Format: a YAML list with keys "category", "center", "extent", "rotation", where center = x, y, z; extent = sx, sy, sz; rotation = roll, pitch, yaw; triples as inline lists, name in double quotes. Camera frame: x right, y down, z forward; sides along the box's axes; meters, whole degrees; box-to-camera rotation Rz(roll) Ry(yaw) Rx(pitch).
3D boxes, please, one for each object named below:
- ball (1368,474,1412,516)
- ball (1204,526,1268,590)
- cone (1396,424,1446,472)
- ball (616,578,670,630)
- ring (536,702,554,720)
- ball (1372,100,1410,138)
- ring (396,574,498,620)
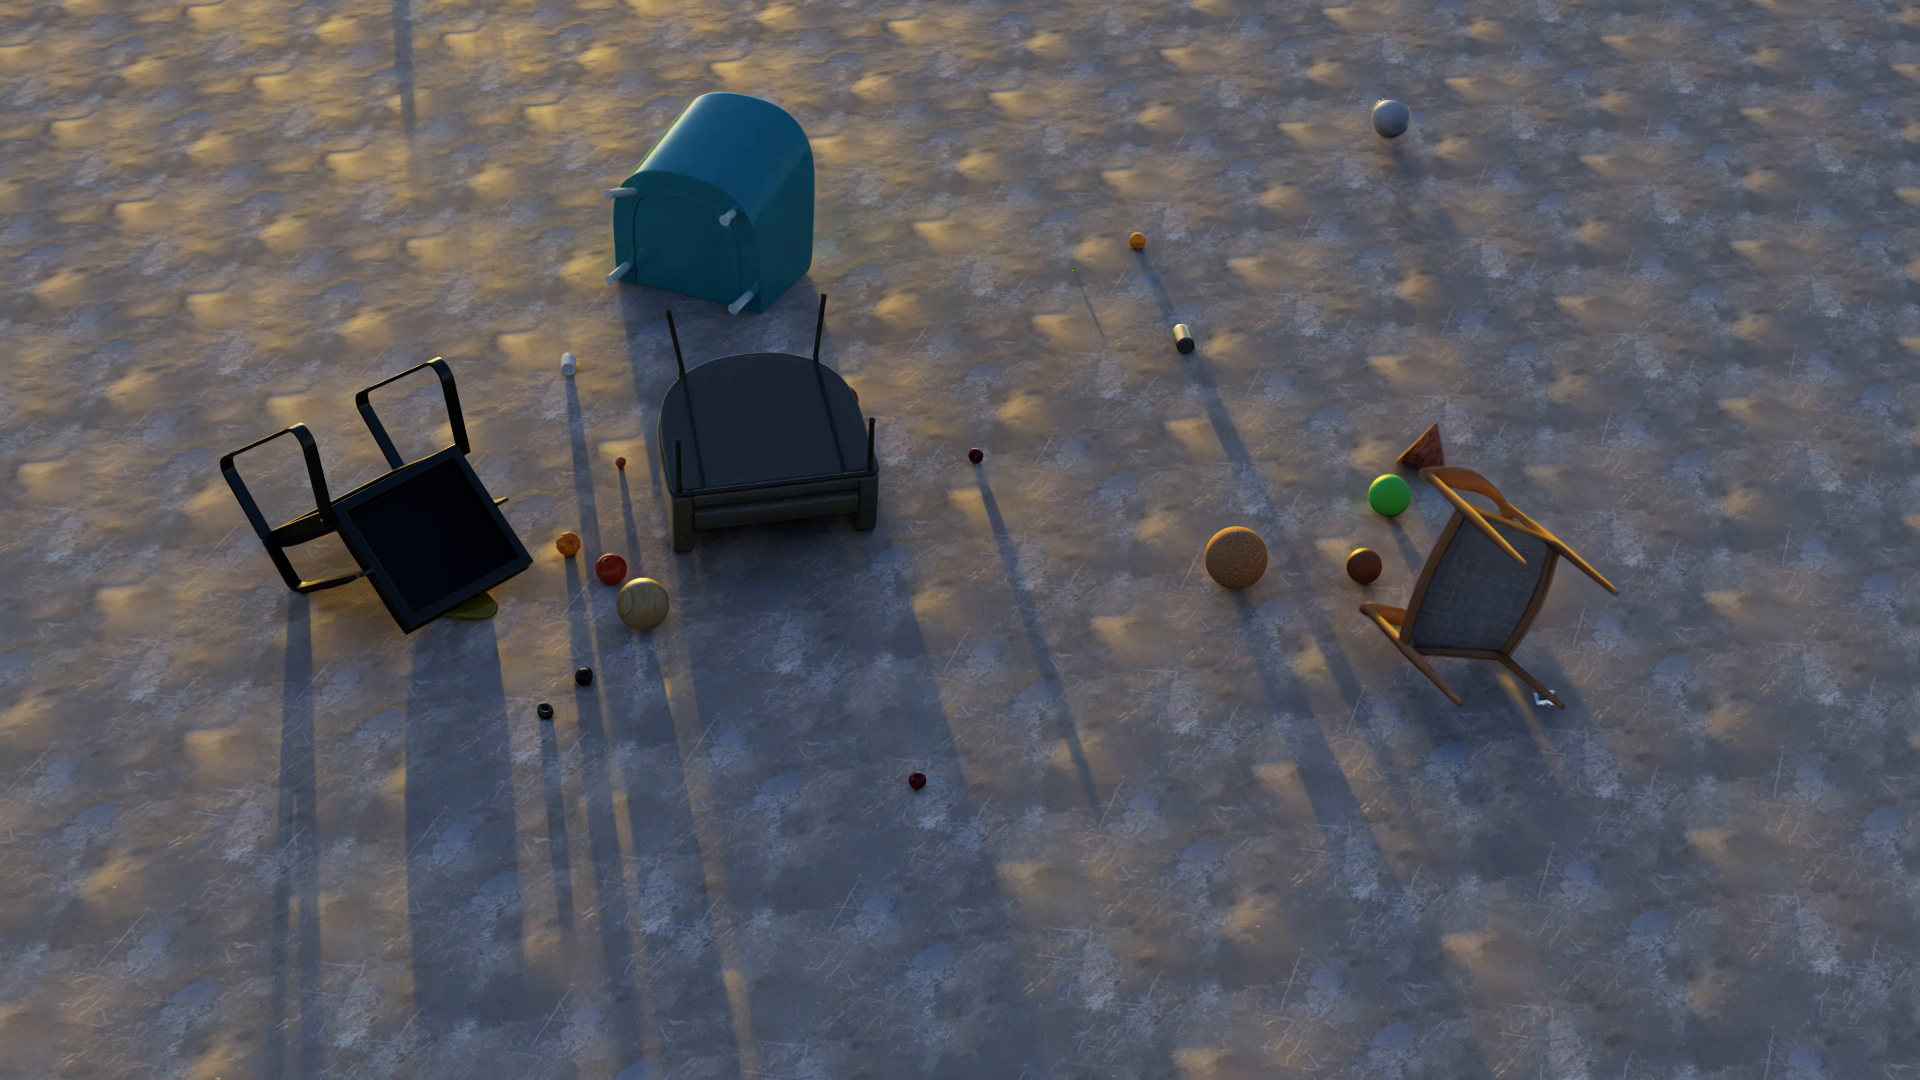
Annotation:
- category: "ball"
  center: [1.620, -0.168, 11.053]
  extent: [0.160, 0.160, 0.160]
  rotation: [0, 33, 0]
- category: "ball"
  center: [1.002, 0.064, 10.640]
  extent: [0.228, 0.228, 0.228]
  rotation: [0, 33, 0]
- category: "cone"
  center: [1.825, -0.321, 11.350]
  extent: [0.164, 0.211, 0.255]
  rotation: [46, 26, 5]
- category: "ball"
  center: [-1.128, 0.229, 10.427]
  extent: [0.188, 0.188, 0.188]
  rotation: [0, 33, 0]
- category: "ring"
  center: [-1.419, 0.585, 10.031]
  extent: [0.055, 0.029, 0.074]
  rotation: [-9, 36, -16]
- category: "ball"
  center: [2.026, -1.983, 13.790]
  extent: [0.179, 0.179, 0.179]
  rotation: [0, 33, 0]
- category: "ring"
  center: [-1.850, 0.205, 10.577]
  extent: [0.412, 0.053, 0.193]
  rotation: [16, 40, 18]
